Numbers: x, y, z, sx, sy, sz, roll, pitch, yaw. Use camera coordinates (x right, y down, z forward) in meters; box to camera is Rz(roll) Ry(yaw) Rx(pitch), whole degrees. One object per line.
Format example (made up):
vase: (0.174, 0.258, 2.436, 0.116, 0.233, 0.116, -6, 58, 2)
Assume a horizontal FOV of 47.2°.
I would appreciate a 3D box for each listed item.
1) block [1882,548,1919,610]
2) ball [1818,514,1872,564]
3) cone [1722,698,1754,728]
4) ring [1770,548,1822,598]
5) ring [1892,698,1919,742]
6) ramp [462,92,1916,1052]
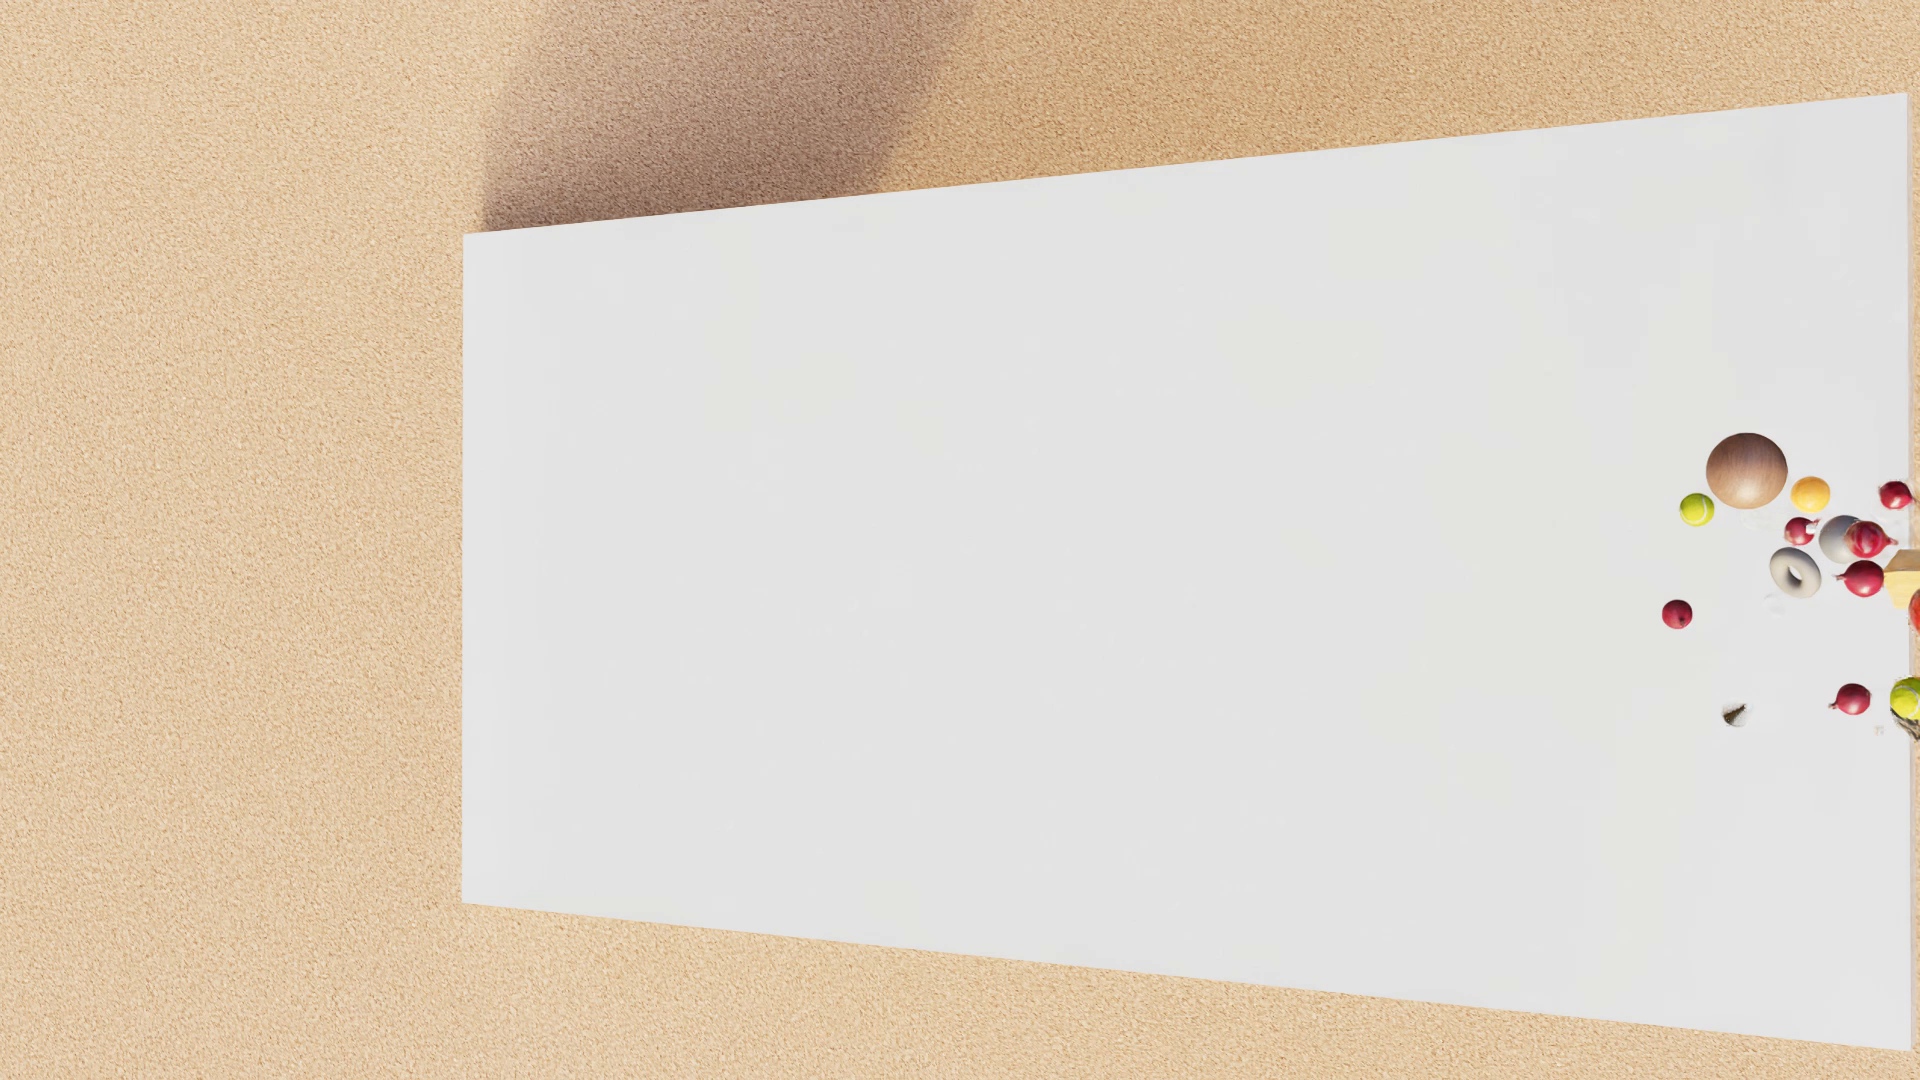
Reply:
block: (1.795, 0.072, 4.120, 0.082, 0.082, 0.082, -39, 111, -32)
ball: (1.687, -0.001, 4.190, 0.095, 0.095, 0.095, 0, 89, 0)
cone: (1.607, 0.347, 4.516, 0.065, 0.065, 0.065, 0, 71, 1)
ring: (1.502, 0.059, 3.955, 0.034, 0.101, 0.101, -31, 89, -24)
ring: (1.712, 0.329, 3.907, 0.125, 0.125, 0.042, 42, 90, 0)
ramp: (0.270, 0.075, 5.628, 4.000, 0.100, 2.000, 0, 89, 30)
